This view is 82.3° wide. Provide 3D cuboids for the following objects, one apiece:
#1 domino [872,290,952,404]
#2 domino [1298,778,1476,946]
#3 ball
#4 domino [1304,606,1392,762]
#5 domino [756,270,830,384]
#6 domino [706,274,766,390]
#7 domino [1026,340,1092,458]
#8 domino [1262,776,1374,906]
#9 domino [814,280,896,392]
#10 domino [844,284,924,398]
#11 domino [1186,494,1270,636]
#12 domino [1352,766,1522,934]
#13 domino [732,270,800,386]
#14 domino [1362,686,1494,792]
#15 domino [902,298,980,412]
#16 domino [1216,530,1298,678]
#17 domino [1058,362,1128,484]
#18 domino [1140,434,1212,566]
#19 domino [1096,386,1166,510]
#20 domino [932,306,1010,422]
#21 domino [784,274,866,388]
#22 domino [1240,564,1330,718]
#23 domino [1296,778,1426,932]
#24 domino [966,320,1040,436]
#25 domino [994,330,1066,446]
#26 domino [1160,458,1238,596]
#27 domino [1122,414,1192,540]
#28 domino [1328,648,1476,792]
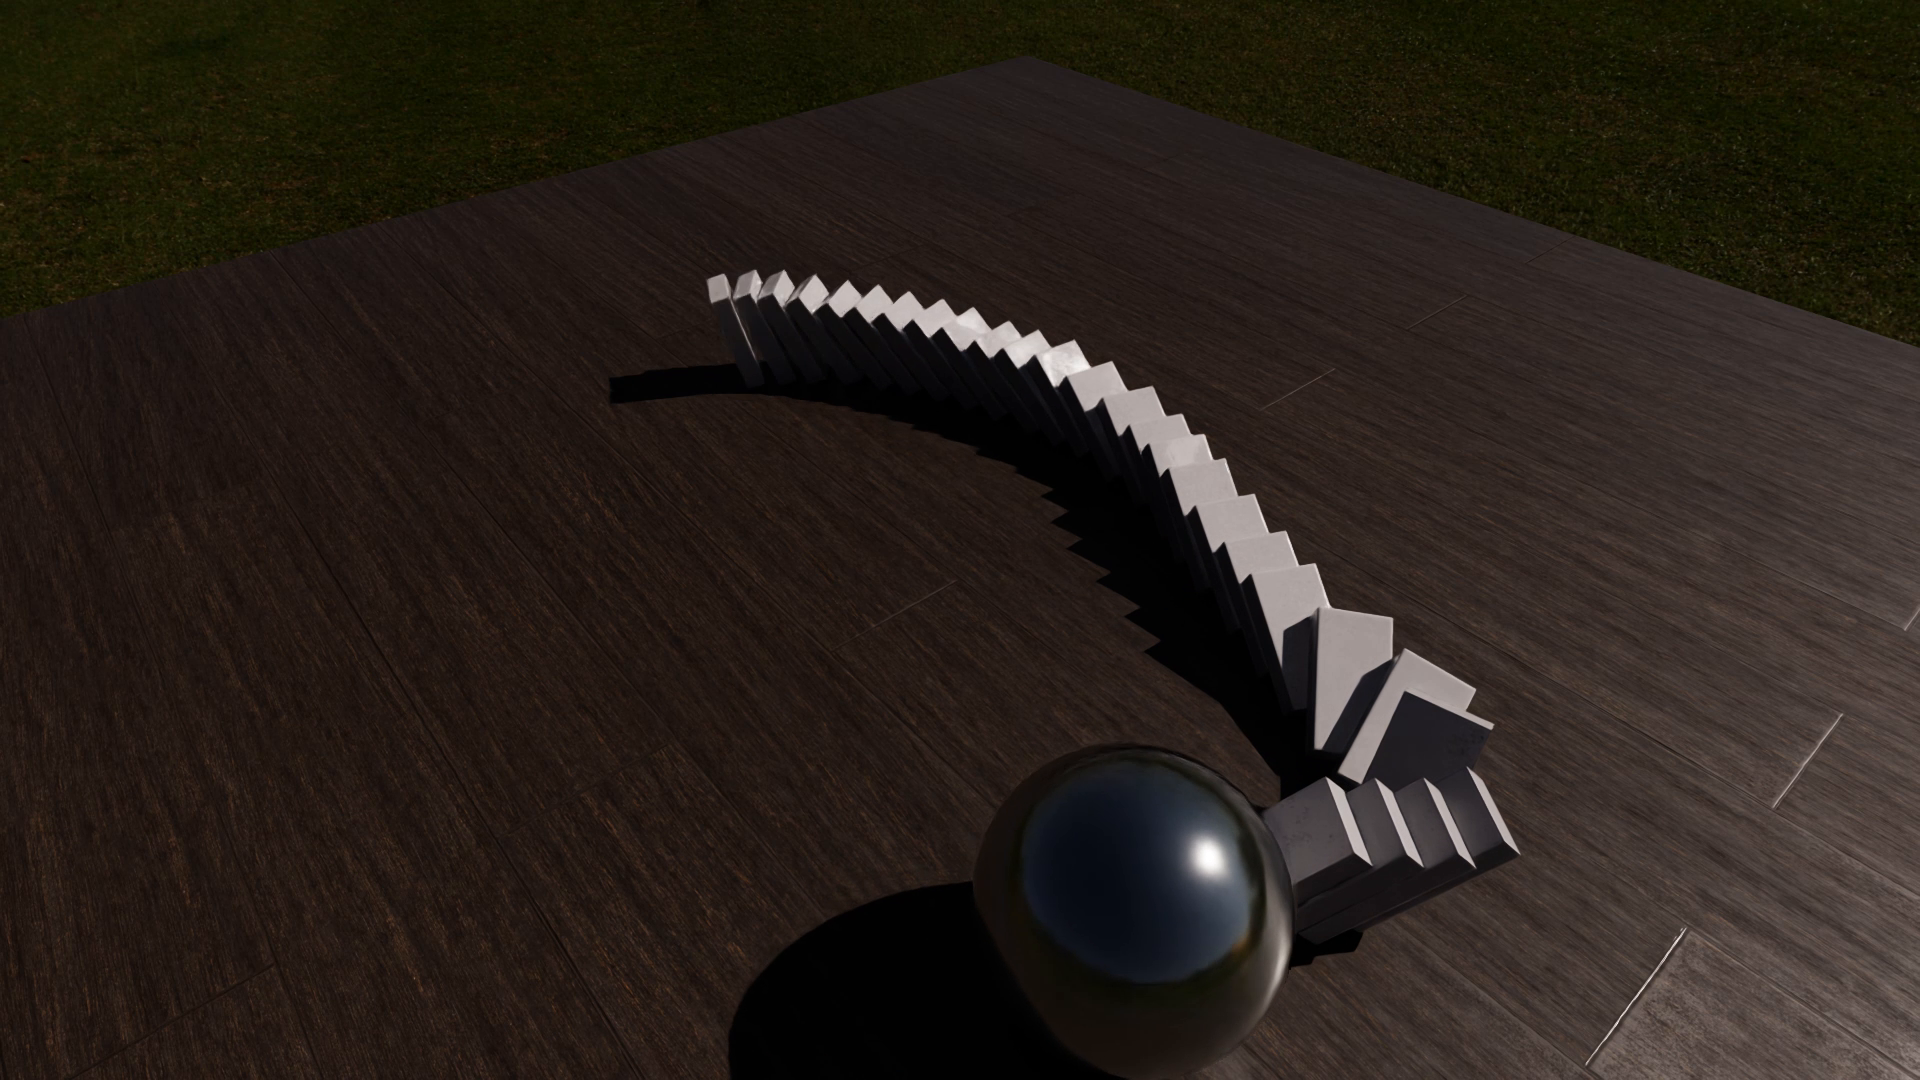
[{"bbox_3d":[-0.018,-0.093,0.531,0.009,0.050,0.025,-28,17,44],"label":"domino"},{"bbox_3d":[0.115,0.090,0.308,0.050,0.010,0.025,-38,32,25],"label":"domino"},{"bbox_3d":[0.043,0.091,0.276,0.080,0.080,0.080,0,39,0],"label":"ball"},{"bbox_3d":[0.130,0.049,0.366,0.025,0.009,0.050,9,65,4],"label":"domino"},{"bbox_3d":[-0.080,-0.104,0.539,0.009,0.050,0.025,-18,35,20],"label":"domino"},{"bbox_3d":[-0.108,-0.101,0.534,0.010,0.050,0.025,-19,41,-2],"label":"domino"},{"bbox_3d":[0.053,-0.064,0.498,0.025,0.010,0.050,-24,82,-31],"label":"domino"},{"bbox_3d":[0.087,0.090,0.308,0.050,0.009,0.025,-39,31,25],"label":"domino"},{"bbox_3d":[-0.047,-0.100,0.538,0.009,0.050,0.025,-26,24,37],"label":"domino"},{"bbox_3d":[-0.032,-0.097,0.535,0.010,0.050,0.025,-26,20,41],"label":"domino"},{"bbox_3d":[0.106,0.009,0.414,0.025,0.010,0.050,-10,70,-12],"label":"domino"},{"bbox_3d":[0.128,0.088,0.311,0.050,0.009,0.025,-39,32,25],"label":"domino"},{"bbox_3d":[-0.094,-0.103,0.538,0.009,0.050,0.025,-18,38,11],"label":"domino"},{"bbox_3d":[0.134,0.072,0.326,0.025,0.050,0.009,26,14,26],"label":"domino"},{"bbox_3d":[-0.002,-0.089,0.527,0.050,0.009,0.025,52,49,-7],"label":"domino"},{"bbox_3d":[0.113,0.023,0.398,0.025,0.010,0.050,-9,68,-11],"label":"domino"},{"bbox_3d":[0.066,-0.052,0.486,0.025,0.009,0.050,-20,78,-23],"label":"domino"},{"bbox_3d":[0.093,-0.017,0.443,0.025,0.010,0.050,-10,73,-14],"label":"domino"},{"bbox_3d":[0.079,-0.040,0.473,0.025,0.009,0.050,-14,73,-17],"label":"domino"},{"bbox_3d":[0.011,-0.083,0.521,0.025,0.009,0.050,-40,96,-38],"label":"domino"},{"bbox_3d":[-0.063,-0.102,0.539,0.010,0.050,0.025,-22,30,30],"label":"domino"},{"bbox_3d":[0.118,0.034,0.383,0.025,0.010,0.050,-8,67,-11],"label":"domino"},{"bbox_3d":[0.101,0.090,0.308,0.050,0.009,0.025,-39,32,25],"label":"domino"},{"bbox_3d":[0.028,-0.076,0.513,0.025,0.009,0.050,-36,89,-35],"label":"domino"},{"bbox_3d":[0.040,-0.070,0.506,0.025,0.009,0.050,-32,87,-35],"label":"domino"},{"bbox_3d":[0.098,-0.006,0.430,0.025,0.010,0.050,-10,73,-14],"label":"domino"},{"bbox_3d":[0.088,-0.027,0.458,0.025,0.010,0.050,-12,70,-14],"label":"domino"},{"bbox_3d":[0.141,0.062,0.350,0.025,0.010,0.050,32,69,14],"label":"domino"}]
